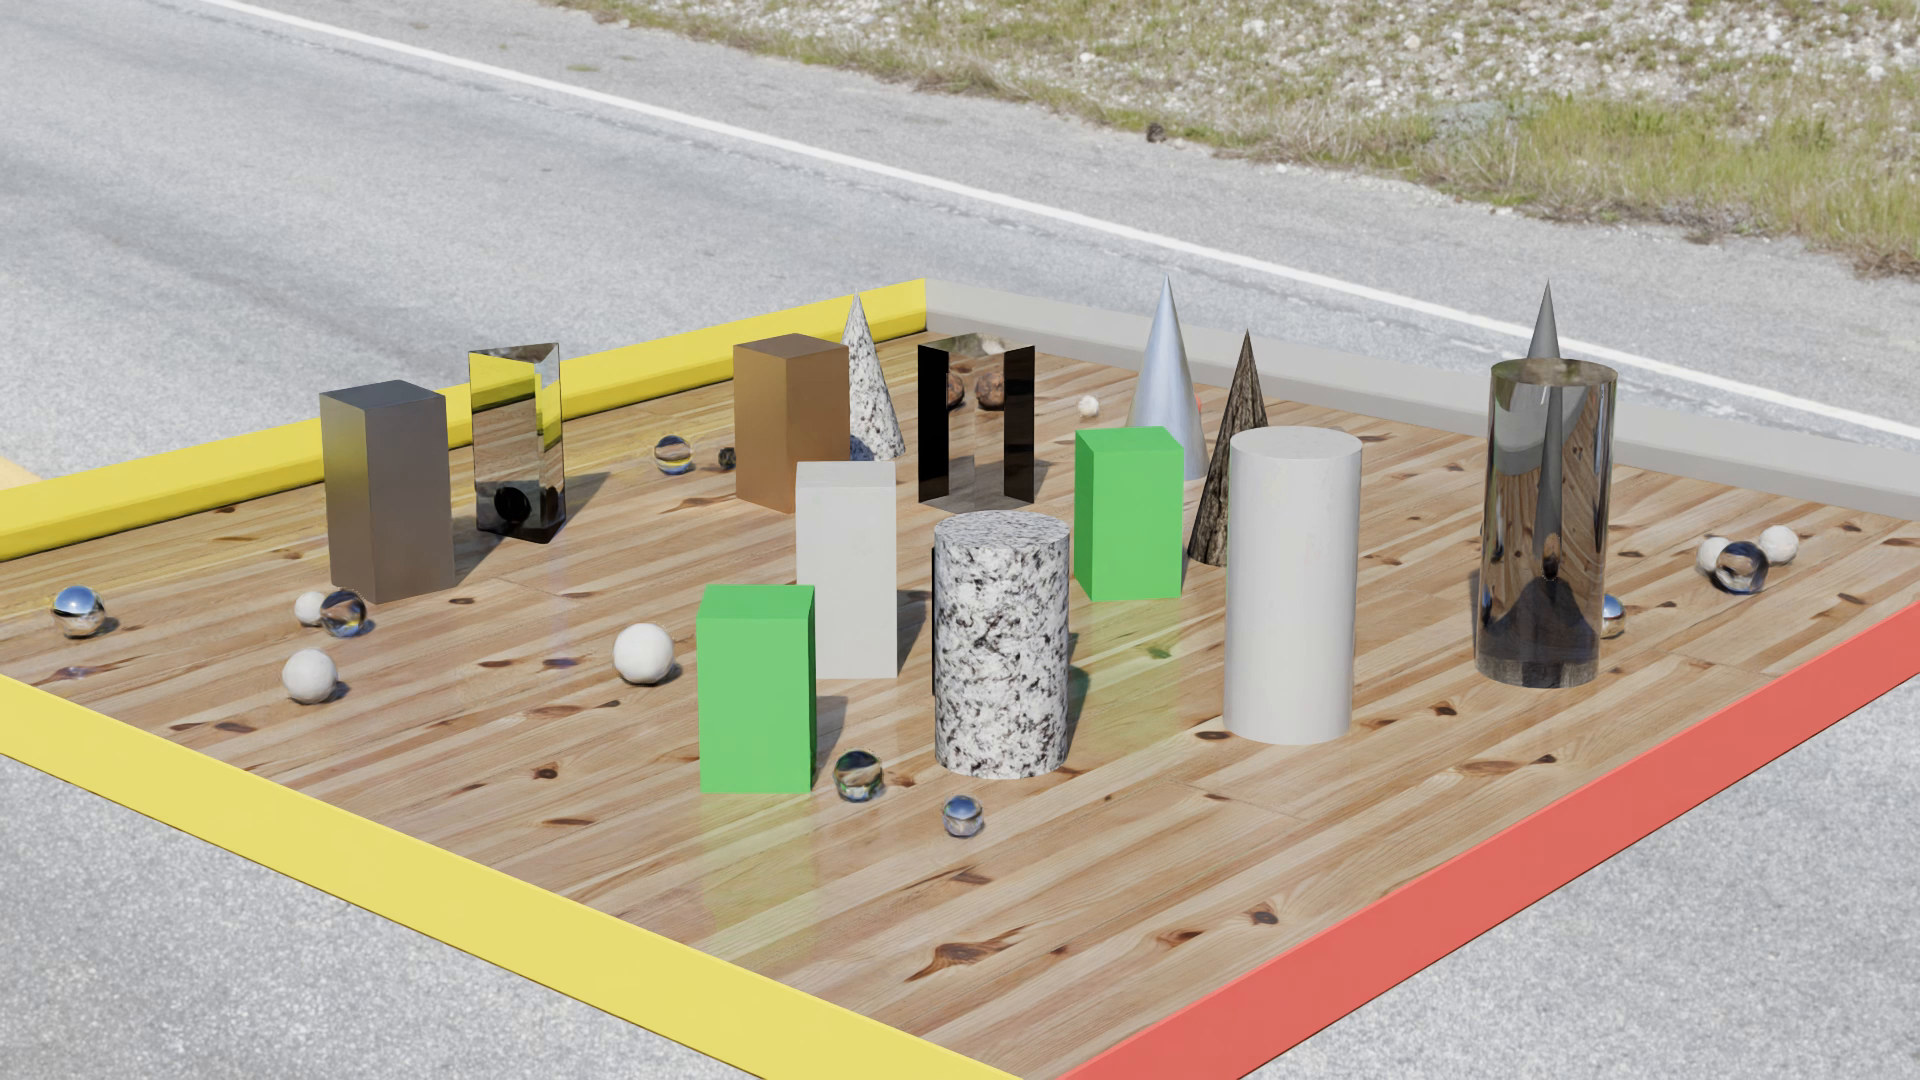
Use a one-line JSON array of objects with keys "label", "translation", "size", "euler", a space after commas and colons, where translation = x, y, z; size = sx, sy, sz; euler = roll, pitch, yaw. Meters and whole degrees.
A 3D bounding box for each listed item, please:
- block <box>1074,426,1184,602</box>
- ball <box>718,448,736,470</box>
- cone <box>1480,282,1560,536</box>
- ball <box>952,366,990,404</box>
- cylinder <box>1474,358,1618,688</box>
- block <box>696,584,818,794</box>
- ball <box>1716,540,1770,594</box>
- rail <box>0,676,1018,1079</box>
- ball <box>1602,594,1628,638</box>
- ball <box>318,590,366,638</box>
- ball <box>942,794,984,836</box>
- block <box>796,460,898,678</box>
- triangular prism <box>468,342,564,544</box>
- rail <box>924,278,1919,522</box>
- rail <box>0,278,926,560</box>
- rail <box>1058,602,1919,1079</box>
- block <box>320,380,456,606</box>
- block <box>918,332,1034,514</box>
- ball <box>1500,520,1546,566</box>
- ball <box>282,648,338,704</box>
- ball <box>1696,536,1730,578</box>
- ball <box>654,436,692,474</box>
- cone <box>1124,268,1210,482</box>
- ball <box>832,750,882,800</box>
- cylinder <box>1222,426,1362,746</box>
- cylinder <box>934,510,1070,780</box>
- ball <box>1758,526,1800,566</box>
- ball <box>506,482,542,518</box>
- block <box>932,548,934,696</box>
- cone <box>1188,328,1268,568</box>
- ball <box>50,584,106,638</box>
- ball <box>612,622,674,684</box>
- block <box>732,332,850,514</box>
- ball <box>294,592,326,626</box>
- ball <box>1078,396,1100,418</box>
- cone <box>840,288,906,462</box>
[{"label": "block", "translation": [0.294, -0.047, 5.145], "size": [0.158, 0.268, 0.158], "euler": [-3, 17, -9]}, {"label": "ball", "translation": [-0.467, -0.165, 5.924], "size": [0.044, 0.044, 0.044], "euler": [0, 17, 0]}, {"label": "cone", "translation": [1.073, -0.245, 5.417], "size": [0.198, 0.490, 0.198], "euler": [0, 17, 0]}, {"label": "ball", "translation": [0.024, -0.341, 6.437], "size": [0.085, 0.085, 0.085], "euler": [0, 17, 0]}, {"label": "cylinder", "translation": [0.936, -0.028, 4.691], "size": [0.198, 0.494, 0.198], "euler": [0, 17, 0]}, {"label": "block", "translation": [-0.294, 0.216, 4.276], "size": [0.158, 0.266, 0.158], "euler": [0, 17, 1]}, {"label": "ball", "translation": [1.371, 0.047, 5.138], "size": [0.092, 0.092, 0.092], "euler": [0, 17, 0]}, {"label": "rail", "translation": [-0.990, 0.361, 4.029], "size": [2.891, 0.129, 0.045], "euler": [14, 22, 39]}, {"label": "ball", "translation": [1.078, 0.126, 4.905], "size": [0.075, 0.075, 0.075], "euler": [0, 17, 0]}, {"label": "ball", "translation": [-1.034, 0.123, 4.909], "size": [0.078, 0.078, 0.078], "euler": [0, 17, 0]}, {"label": "ball", "translation": [0.004, 0.384, 4.080], "size": [0.058, 0.058, 0.058], "euler": [0, 17, 0]}, {"label": "block", "translation": [-0.183, 0.047, 4.744], "size": [0.158, 0.319, 0.158], "euler": [-1, 17, -2]}, {"label": "triangular prism", "translation": [-0.796, -0.188, 5.483], "size": [0.172, 0.343, 0.149], "euler": [11, 20, 33]}, {"label": "rail", "translation": [0.990, -0.297, 6.211], "size": [2.891, 0.129, 0.045], "euler": [14, 22, 39]}, {"label": "rail", "translation": [-1.073, -0.237, 6.012], "size": [0.045, 0.129, 3.066], "euler": [14, 22, 39]}, {"label": "rail", "translation": [1.073, 0.301, 4.227], "size": [0.045, 0.129, 3.066], "euler": [14, 22, 39]}, {"label": "block", "translation": [-1.002, -0.086, 5.135], "size": [0.158, 0.348, 0.158], "euler": [-14, 22, -38]}, {"label": "block", "translation": [0.031, -0.222, 5.644], "size": [0.158, 0.315, 0.158], "euler": [-15, 22, -41]}, {"label": "ball", "translation": [1.015, 0.006, 5.288], "size": [0.084, 0.084, 0.084], "euler": [0, 17, 0]}, {"label": "ball", "translation": [-1.019, 0.213, 4.597], "size": [0.086, 0.086, 0.086], "euler": [0, 17, 0]}, {"label": "ball", "translation": [1.350, 0.030, 5.227], "size": [0.072, 0.072, 0.072], "euler": [0, 17, 0]}, {"label": "ball", "translation": [-0.577, -0.172, 5.890], "size": [0.077, 0.077, 0.077], "euler": [0, 17, 0]}, {"label": "cone", "translation": [0.410, -0.340, 5.870], "size": [0.198, 0.412, 0.198], "euler": [0, 17, 0]}, {"label": "ball", "translation": [-0.146, 0.337, 4.205], "size": [0.071, 0.071, 0.071], "euler": [0, 17, 0]}, {"label": "cylinder", "translation": [0.504, 0.067, 4.456], "size": [0.198, 0.446, 0.198], "euler": [0, 17, 0]}, {"label": "cylinder", "translation": [0.062, 0.153, 4.334], "size": [0.198, 0.353, 0.198], "euler": [0, 17, 0]}, {"label": "ball", "translation": [1.478, 0.010, 5.294], "size": [0.073, 0.073, 0.073], "euler": [0, 17, 0]}, {"label": "ball", "translation": [-0.830, -0.076, 5.587], "size": [0.068, 0.068, 0.068], "euler": [0, 17, 0]}, {"label": "block", "translation": [0.062, 0.119, 4.635], "size": [0.158, 0.244, 0.158], "euler": [8, 19, 25]}, {"label": "cone", "translation": [0.515, -0.179, 5.314], "size": [0.198, 0.424, 0.198], "euler": [0, 17, 0]}, {"label": "ball", "translation": [-1.475, 0.119, 4.907], "size": [0.088, 0.088, 0.088], "euler": [0, 17, 0]}, {"label": "ball", "translation": [-0.505, 0.181, 4.680], "size": [0.099, 0.099, 0.099], "euler": [0, 17, 0]}, {"label": "block", "translation": [-0.325, -0.228, 5.679], "size": [0.158, 0.306, 0.158], "euler": [-15, 23, -41]}, {"label": "ball", "translation": [-1.096, 0.117, 4.962], "size": [0.060, 0.060, 0.060], "euler": [0, 17, 0]}, {"label": "ball", "translation": [0.277, -0.288, 6.329], "size": [0.047, 0.047, 0.047], "euler": [0, 17, 0]}, {"label": "cone", "translation": [-0.211, -0.352, 6.023], "size": [0.198, 0.345, 0.198], "euler": [0, 17, 0]}]
